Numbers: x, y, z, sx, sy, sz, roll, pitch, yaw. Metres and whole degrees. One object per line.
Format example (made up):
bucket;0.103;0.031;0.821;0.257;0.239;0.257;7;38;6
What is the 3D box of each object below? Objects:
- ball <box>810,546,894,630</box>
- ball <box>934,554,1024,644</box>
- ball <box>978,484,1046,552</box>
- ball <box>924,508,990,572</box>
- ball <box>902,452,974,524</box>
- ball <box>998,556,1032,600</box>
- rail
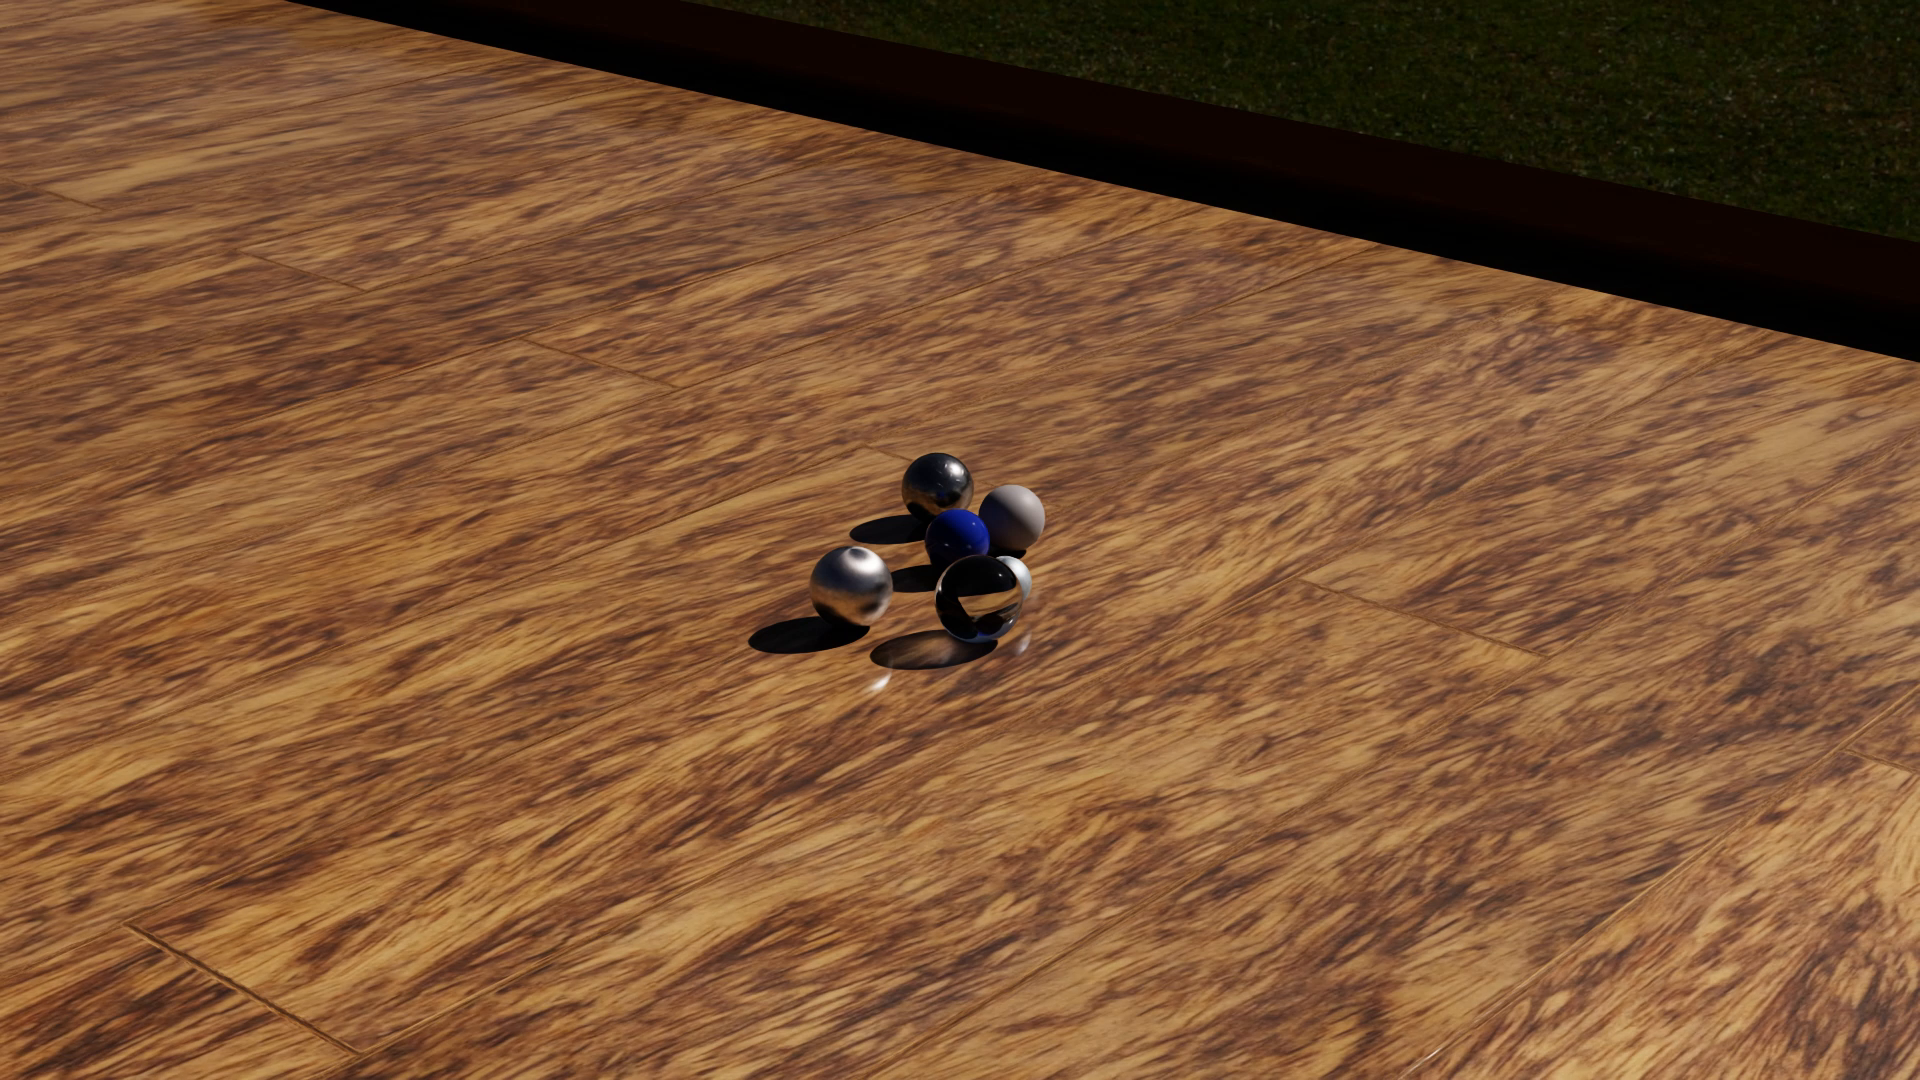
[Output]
ball;-0.089;0.039;2.411;0.069;0.069;0.069;0;22;0
ball;0.015;0.048;2.384;0.073;0.073;0.073;0;22;0
ball;0.045;-0.019;2.566;0.059;0.059;0.059;0;22;0
ball;-0.002;0.001;2.520;0.056;0.056;0.056;0;22;0
ball;-0.020;-0.046;2.624;0.065;0.065;0.065;0;22;0
ball;0.038;0.036;2.452;0.044;0.044;0.044;0;22;0
rail;-0.070;-0.616;3.979;4.369;0.094;0.045;18;28;37
